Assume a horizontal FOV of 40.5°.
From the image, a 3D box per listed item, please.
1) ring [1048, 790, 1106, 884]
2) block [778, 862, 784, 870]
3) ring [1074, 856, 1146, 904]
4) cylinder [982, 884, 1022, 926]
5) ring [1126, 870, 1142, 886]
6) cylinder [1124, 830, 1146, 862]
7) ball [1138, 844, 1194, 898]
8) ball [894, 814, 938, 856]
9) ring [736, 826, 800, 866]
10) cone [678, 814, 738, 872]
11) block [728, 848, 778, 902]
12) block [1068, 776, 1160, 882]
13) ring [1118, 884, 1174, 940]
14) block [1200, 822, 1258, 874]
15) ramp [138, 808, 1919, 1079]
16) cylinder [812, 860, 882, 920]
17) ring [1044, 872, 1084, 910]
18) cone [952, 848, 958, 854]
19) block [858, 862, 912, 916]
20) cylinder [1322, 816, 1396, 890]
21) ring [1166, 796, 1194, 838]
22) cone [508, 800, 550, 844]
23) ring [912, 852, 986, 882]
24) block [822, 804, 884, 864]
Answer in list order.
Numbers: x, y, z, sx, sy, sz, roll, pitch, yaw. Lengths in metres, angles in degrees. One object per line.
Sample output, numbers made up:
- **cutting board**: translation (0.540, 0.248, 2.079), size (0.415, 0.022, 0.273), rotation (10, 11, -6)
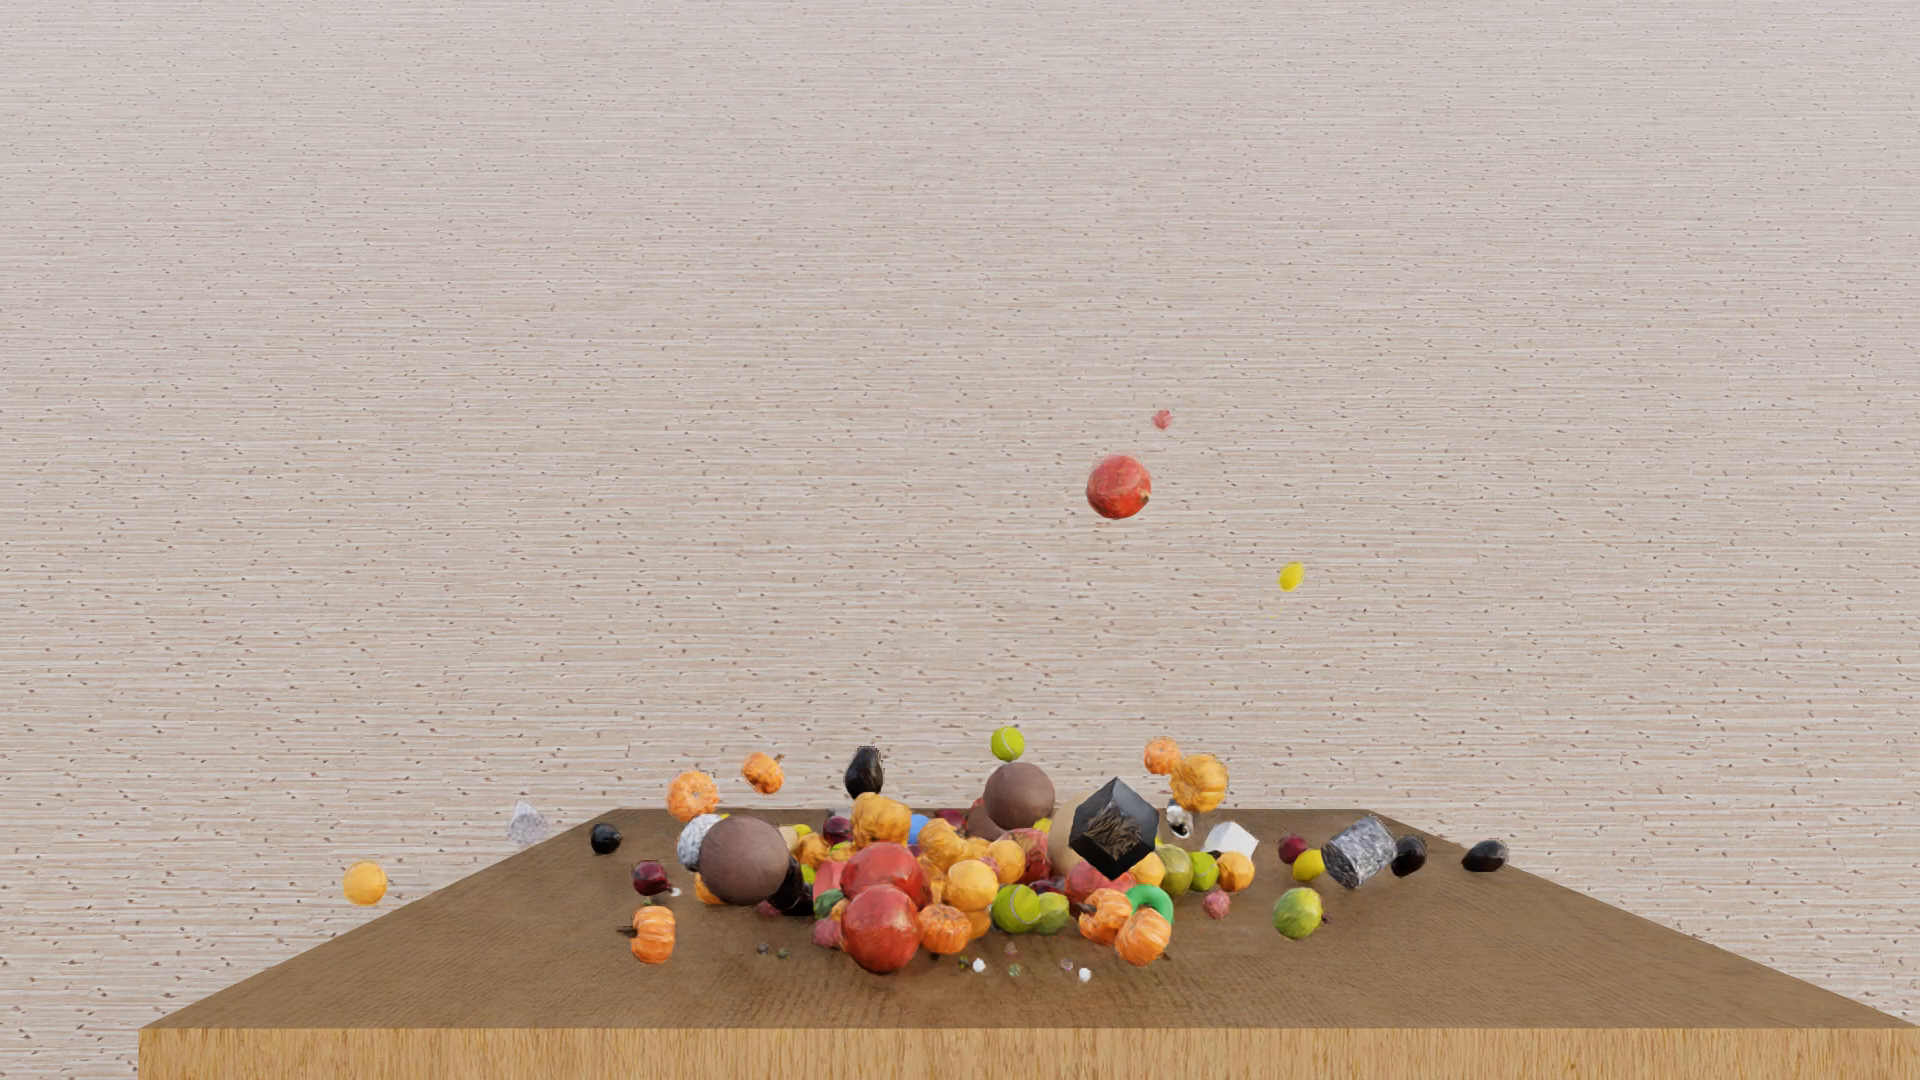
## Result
- **ring**: translation (0.204, 0.468, 4.096), size (0.149, 0.149, 0.050), rotation (-22, 19, -26)
- **block**: translation (-0.370, 0.609, 5.006), size (0.051, 0.051, 0.051), rotation (0, -3, 11)
- **ring**: translation (0.248, 0.552, 4.344), size (0.148, 0.148, 0.049), rotation (-29, 74, -34)
- **cylinder**: translation (0.063, 0.545, 3.884), size (0.053, 0.053, 0.053), rotation (6, 71, 8)
- **ring**: translation (0.355, 0.599, 4.661), size (0.128, 0.043, 0.128), rotation (1, -2, 0)
- **cylinder**: translation (0.332, 0.604, 5.182), size (0.055, 0.055, 0.055), rotation (-37, 30, 26)
- **ball**: translation (0.351, 0.563, 4.425), size (0.094, 0.094, 0.094), rotation (0, 37, 0)
- **ball**: translation (-0.086, 0.577, 5.081), size (0.083, 0.083, 0.083), rotation (0, 37, 0)
- **ring**: translation (-0.363, 0.587, 4.908), size (0.132, 0.044, 0.132), rotation (-25, 12, 6)
- **cone**: translation (-0.350, 0.458, 3.810), size (0.091, 0.091, 0.091), rotation (-27, 29, -31)
- **block**: translation (-0.343, 0.554, 4.305), size (0.054, 0.054, 0.054), rotation (40, 57, 8)
- **block**: translation (0.217, 0.406, 3.655), size (0.085, 0.085, 0.085), rotation (40, 30, -14)
- **ring**: translation (0.271, 0.544, 3.795), size (0.083, 0.028, 0.083), rotation (-2, 72, 7)
- **block**: translation (0.503, 0.576, 4.866), size (0.066, 0.066, 0.066), rotation (39, 62, -13)
- **ramp**: translation (0.080, 0.681, 4.908), size (2.000, 0.100, 4.000), rotation (0, -2, 0)
- **cylinder**: translation (-0.176, 0.547, 4.061), size (0.082, 0.082, 0.082), rotation (12, 32, -23)
- **ring**: translation (0.177, 0.555, 4.238), size (0.036, 0.109, 0.109), rotation (38, 42, -2)
- **cone**: translation (-0.008, 0.606, 4.922), size (0.050, 0.050, 0.050), rotation (0, -2, 0)
- **block**: translation (-0.130, 0.562, 4.188), size (0.077, 0.077, 0.077), rotation (2, -3, -43)
- **cylinder**: translation (0.693, 0.544, 4.519), size (0.092, 0.092, 0.092), rotation (-31, 46, -24)
- **ring**: translation (0.423, 0.533, 5.003), size (0.028, 0.083, 0.083), rotation (-17, 30, 25)
- **cone**: translation (-0.886, 0.557, 5.283), size (0.088, 0.088, 0.088), rotation (-12, 41, -16)
- **ring**: translation (-0.020, 0.602, 4.776), size (0.137, 0.046, 0.137), rotation (-4, -2, 0)
- **block**: translation (-0.208, 0.573, 5.029), size (0.084, 0.084, 0.084), rotation (-3, 58, -24)
